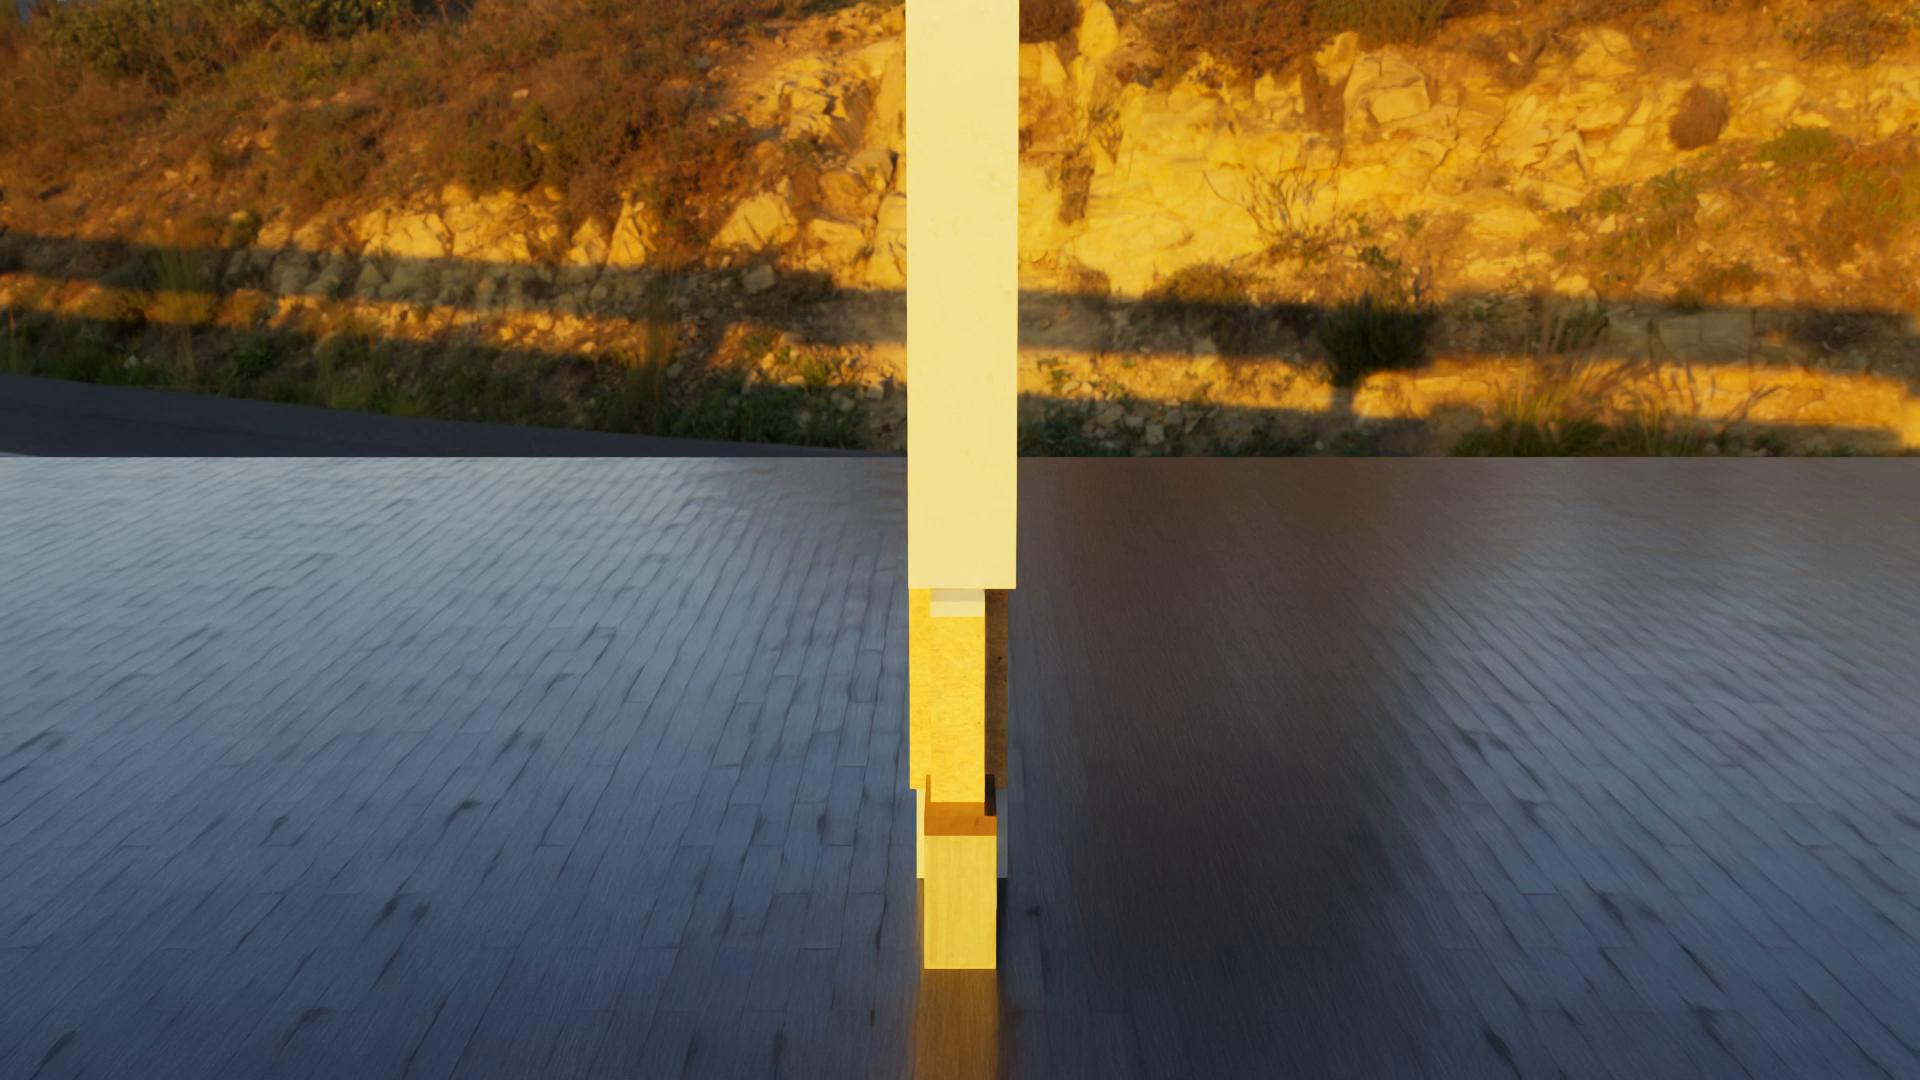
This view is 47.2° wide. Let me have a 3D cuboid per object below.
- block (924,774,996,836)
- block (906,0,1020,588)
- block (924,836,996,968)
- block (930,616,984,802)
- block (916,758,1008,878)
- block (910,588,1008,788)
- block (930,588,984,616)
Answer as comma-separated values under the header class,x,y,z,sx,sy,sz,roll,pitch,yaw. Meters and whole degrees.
class,x,y,z,sx,sy,sz,roll,pitch,yaw
block,0.001,0.407,3.384,0.108,0.031,0.217,0,11,0
block,0.004,-0.386,3.305,0.165,0.927,0.047,0,10,0
block,0.001,0.542,3.336,0.108,0.217,0.031,0,11,0
block,-0.003,0.253,3.329,0.081,0.291,0.023,0,10,0
block,0.004,0.421,3.740,0.153,0.307,0.043,0,11,0
block,-0.003,0.172,3.546,0.157,0.462,0.044,0,11,0
block,-0.004,0.089,3.354,0.081,0.023,0.162,0,10,0
